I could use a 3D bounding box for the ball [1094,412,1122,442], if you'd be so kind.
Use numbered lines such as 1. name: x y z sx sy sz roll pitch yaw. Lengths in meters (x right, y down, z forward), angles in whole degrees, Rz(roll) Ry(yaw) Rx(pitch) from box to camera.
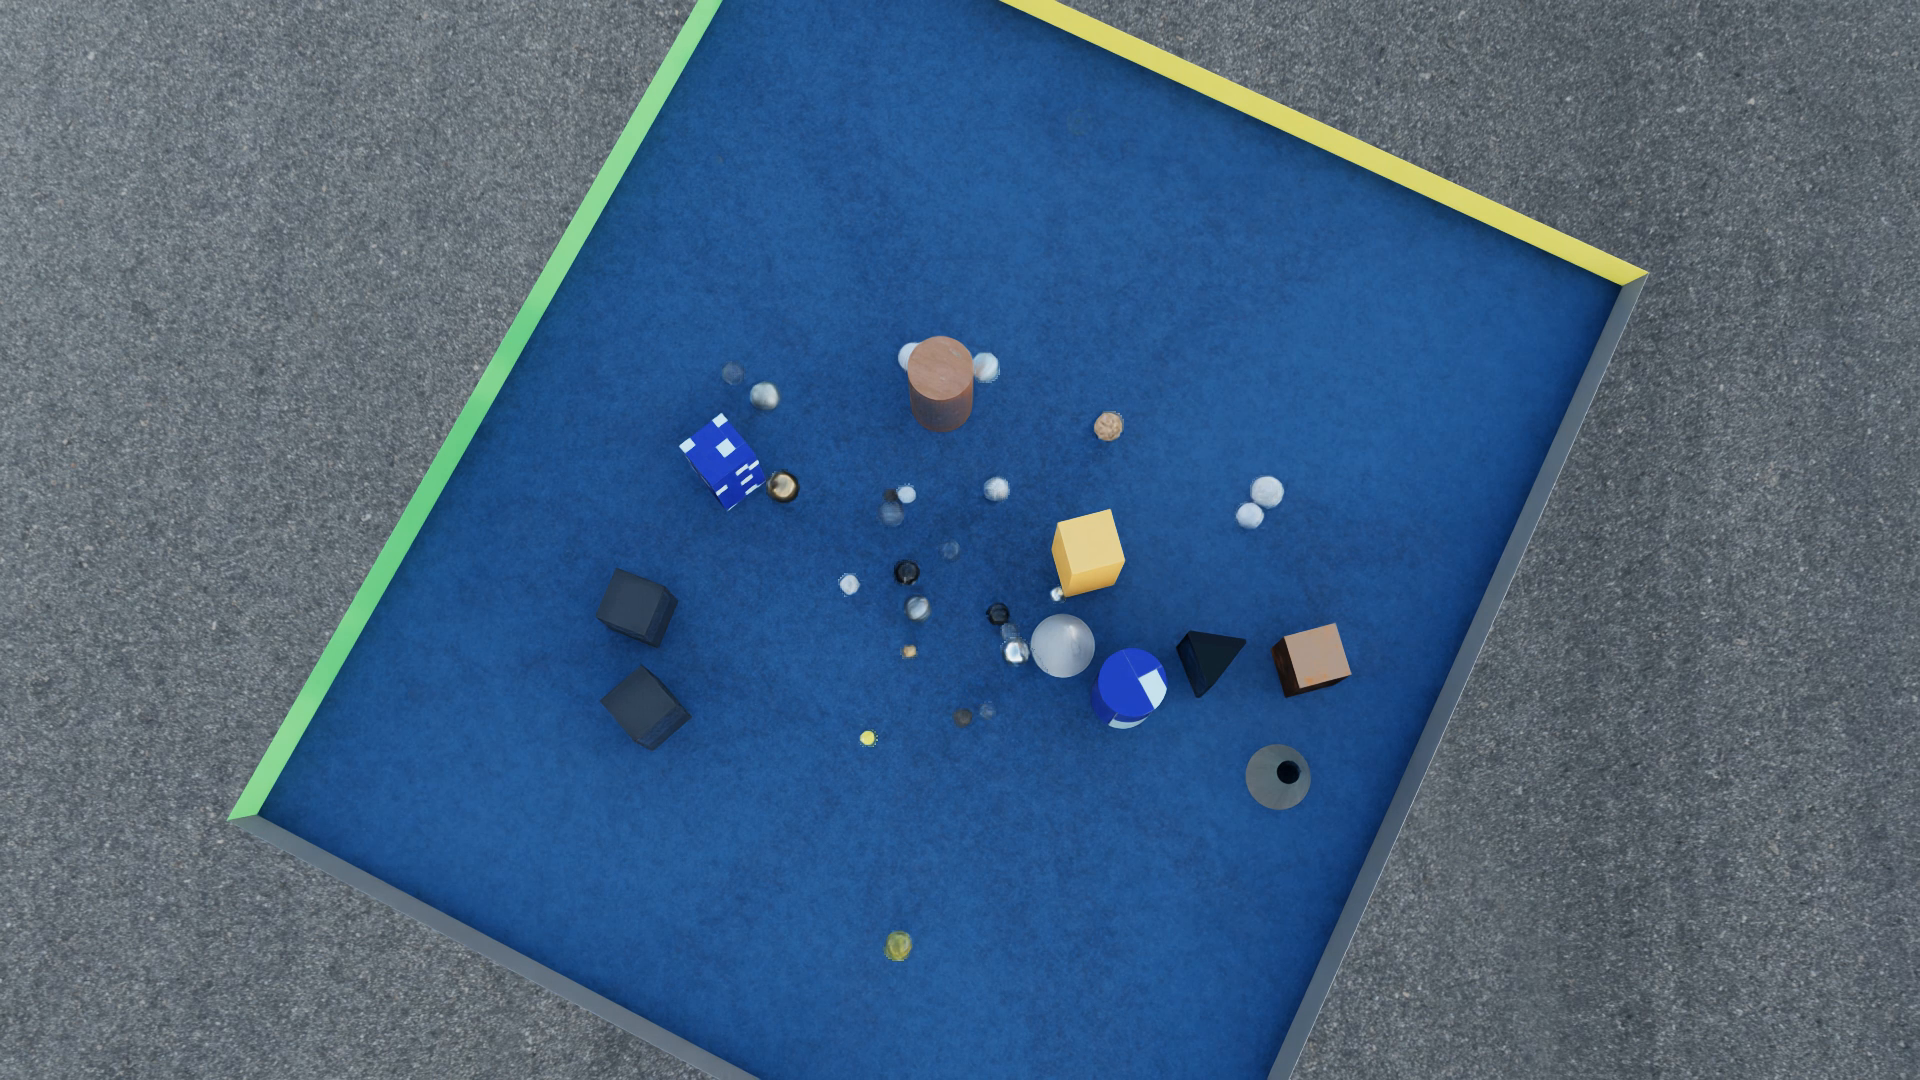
1. ball: 0.457 -0.348 5.644 0.088 0.088 0.088 0 78 0

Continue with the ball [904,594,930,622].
1. ball: -0.130 0.206 5.533 0.081 0.081 0.081 0 78 0

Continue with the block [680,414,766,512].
1. block: -0.706 -0.229 5.491 0.156 0.339 0.156 -39 81 -7

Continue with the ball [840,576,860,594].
1. ball: -0.334 0.136 5.559 0.059 0.059 0.059 0 78 0

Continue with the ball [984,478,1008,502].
1. ball: 0.109 -0.155 5.610 0.075 0.075 0.075 0 78 0

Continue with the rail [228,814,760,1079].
1. rail: -0.750 1.476 5.245 3.060 0.127 0.045 26 80 5

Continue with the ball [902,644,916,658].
1. ball: -0.152 0.334 5.526 0.041 0.041 0.041 0 78 0

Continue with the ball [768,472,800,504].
1. ball: -0.539 -0.161 5.601 0.096 0.096 0.096 0 78 0

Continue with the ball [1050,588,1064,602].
1. ball: 0.295 0.165 5.560 0.044 0.044 0.044 0 78 0

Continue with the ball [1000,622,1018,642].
1. ball: 0.148 0.277 5.530 0.057 0.057 0.057 0 78 0

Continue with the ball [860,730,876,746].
1. ball: -0.275 0.591 5.472 0.044 0.044 0.044 0 78 0

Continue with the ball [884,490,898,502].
1. ball: -0.210 -0.133 5.624 0.040 0.040 0.040 0 78 0

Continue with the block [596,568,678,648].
1. block: -0.958 0.204 5.445 0.156 0.253 0.156 21 79 4

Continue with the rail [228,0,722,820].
1. rail: -1.347 -0.653 5.686 0.045 0.127 3.403 26 80 5

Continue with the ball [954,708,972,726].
1. ball: 0.011 0.529 5.479 0.054 0.054 0.054 0 78 0

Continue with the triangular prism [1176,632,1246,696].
1. triangular prism: 0.712 0.337 5.397 0.146 0.293 0.169 38 81 7

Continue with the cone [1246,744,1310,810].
1. cone: 0.950 0.677 5.323 0.195 0.301 0.195 0 78 0

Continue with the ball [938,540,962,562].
1. ball: -0.030 0.035 5.574 0.069 0.069 0.069 0 78 0

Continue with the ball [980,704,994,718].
1. ball: 0.081 0.512 5.487 0.046 0.046 0.046 0 78 0

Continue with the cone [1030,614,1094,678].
1. cone: 0.311 0.281 5.361 0.195 0.387 0.195 0 78 0

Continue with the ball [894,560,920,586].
1. ball: -0.159 0.100 5.557 0.076 0.076 0.076 0 78 0

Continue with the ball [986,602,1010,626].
1. ball: 0.115 0.224 5.535 0.069 0.069 0.069 0 78 0

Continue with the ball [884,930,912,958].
1. ball: -0.179 1.177 5.332 0.080 0.080 0.080 0 78 0

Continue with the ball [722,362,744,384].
1. ball: -0.705 -0.517 5.689 0.068 0.068 0.068 0 78 0

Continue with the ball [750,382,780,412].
1. ball: -0.602 -0.443 5.662 0.091 0.091 0.091 0 78 0

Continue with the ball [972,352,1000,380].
1. ball: 0.077 -0.538 5.683 0.089 0.089 0.089 0 78 0

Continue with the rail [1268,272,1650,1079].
1. rail: 1.347 0.666 5.413 0.045 0.127 3.403 26 80 5

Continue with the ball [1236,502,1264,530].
1. ball: 0.885 -0.074 5.590 0.082 0.082 0.082 0 78 0

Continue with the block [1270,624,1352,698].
1. block: 1.035 0.358 5.420 0.156 0.240 0.156 -15 79 -3

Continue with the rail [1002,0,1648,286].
1. rail: 0.750 -1.463 5.854 3.060 0.127 0.045 26 80 5

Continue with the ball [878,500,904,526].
1. ball: -0.210 -0.080 5.593 0.078 0.078 0.078 0 78 0

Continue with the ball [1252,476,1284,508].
1. ball: 0.939 -0.146 5.597 0.097 0.097 0.097 0 78 0

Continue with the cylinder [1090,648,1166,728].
1. cylinder: 0.489 0.437 5.356 0.195 0.334 0.195 0 78 0

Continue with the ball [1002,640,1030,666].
1. ball: 0.167 0.339 5.504 0.082 0.082 0.082 0 78 0

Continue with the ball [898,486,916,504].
1. ball: -0.163 -0.139 5.617 0.055 0.055 0.055 0 78 0

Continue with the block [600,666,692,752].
1. block: -0.914 0.494 5.356 0.156 0.309 0.156 -41 81 -8

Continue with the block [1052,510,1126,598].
1. block: 0.375 0.044 5.410 0.156 0.387 0.156 -14 79 -3

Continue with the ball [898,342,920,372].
1. ball: -0.141 -0.565 5.684 0.097 0.097 0.097 0 78 0

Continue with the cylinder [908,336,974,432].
1. cylinder: -0.057 -0.466 5.528 0.195 0.363 0.195 0 78 0
